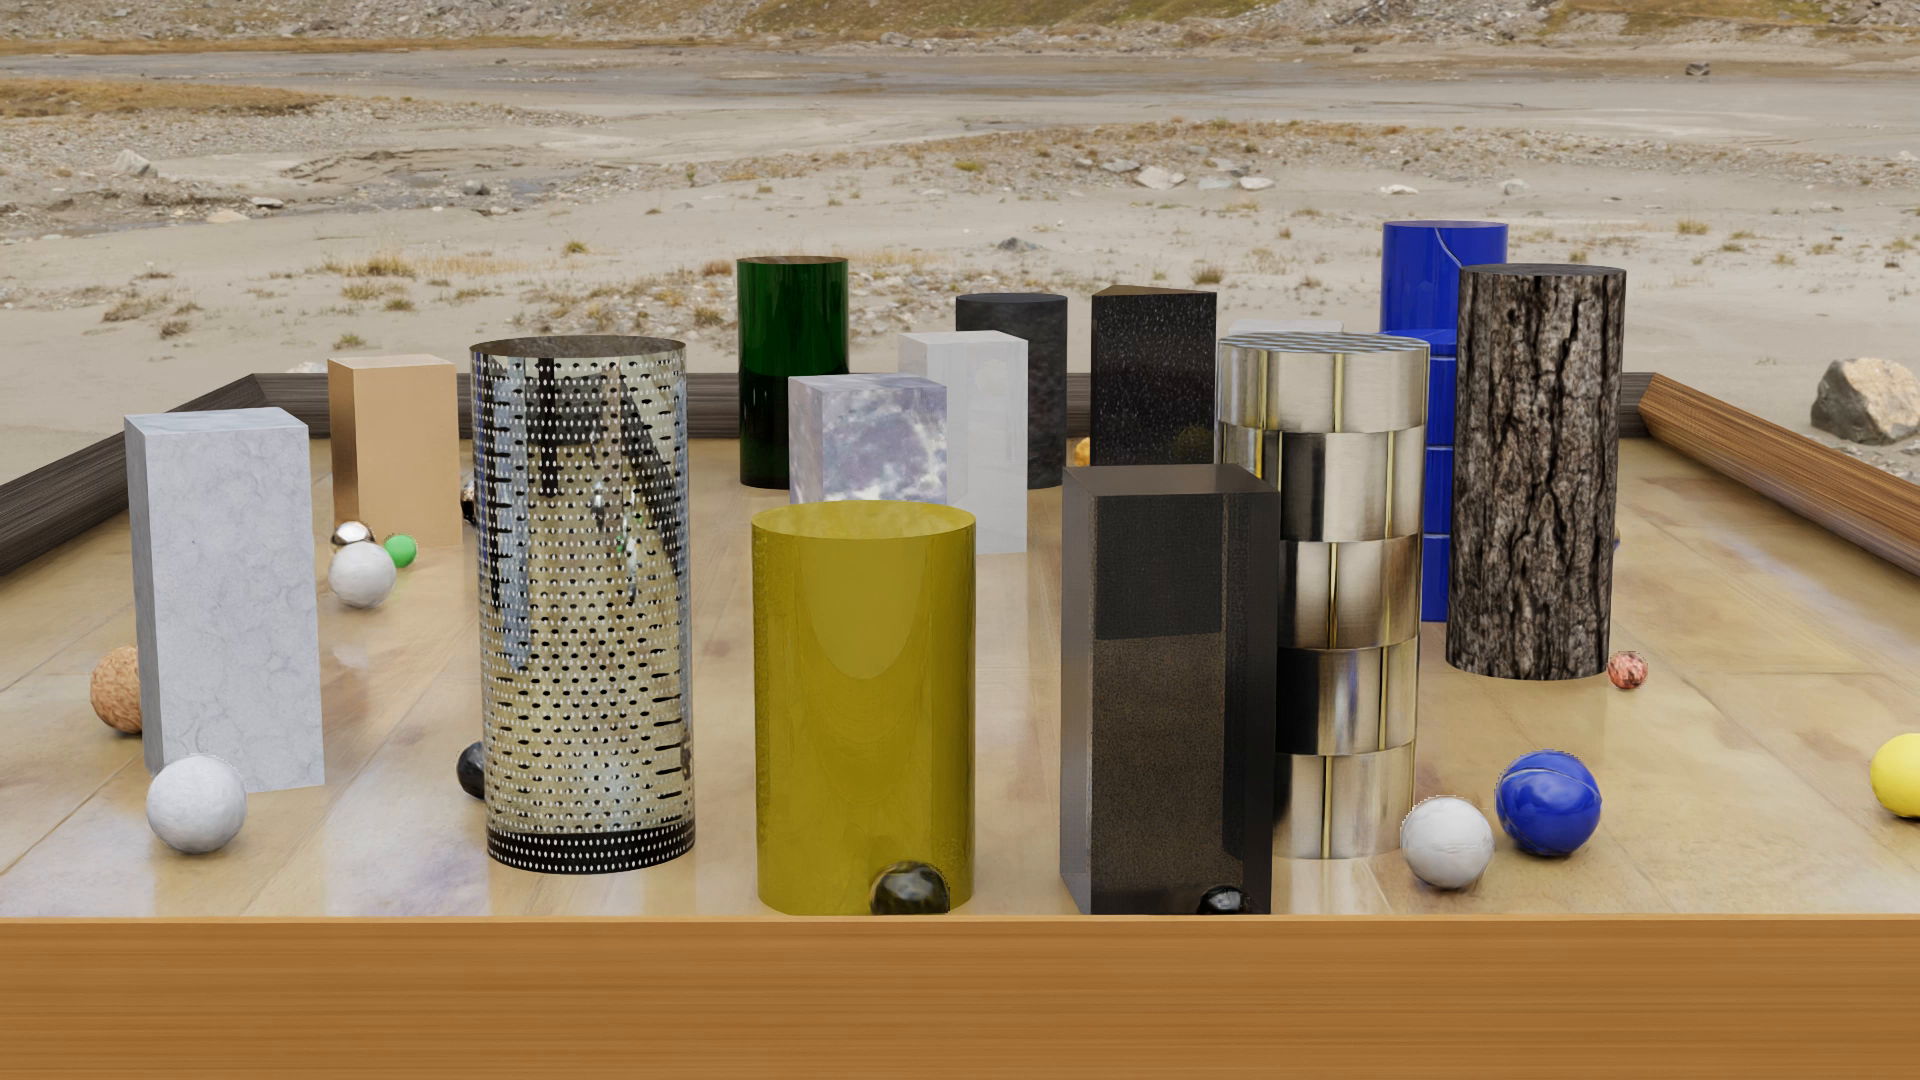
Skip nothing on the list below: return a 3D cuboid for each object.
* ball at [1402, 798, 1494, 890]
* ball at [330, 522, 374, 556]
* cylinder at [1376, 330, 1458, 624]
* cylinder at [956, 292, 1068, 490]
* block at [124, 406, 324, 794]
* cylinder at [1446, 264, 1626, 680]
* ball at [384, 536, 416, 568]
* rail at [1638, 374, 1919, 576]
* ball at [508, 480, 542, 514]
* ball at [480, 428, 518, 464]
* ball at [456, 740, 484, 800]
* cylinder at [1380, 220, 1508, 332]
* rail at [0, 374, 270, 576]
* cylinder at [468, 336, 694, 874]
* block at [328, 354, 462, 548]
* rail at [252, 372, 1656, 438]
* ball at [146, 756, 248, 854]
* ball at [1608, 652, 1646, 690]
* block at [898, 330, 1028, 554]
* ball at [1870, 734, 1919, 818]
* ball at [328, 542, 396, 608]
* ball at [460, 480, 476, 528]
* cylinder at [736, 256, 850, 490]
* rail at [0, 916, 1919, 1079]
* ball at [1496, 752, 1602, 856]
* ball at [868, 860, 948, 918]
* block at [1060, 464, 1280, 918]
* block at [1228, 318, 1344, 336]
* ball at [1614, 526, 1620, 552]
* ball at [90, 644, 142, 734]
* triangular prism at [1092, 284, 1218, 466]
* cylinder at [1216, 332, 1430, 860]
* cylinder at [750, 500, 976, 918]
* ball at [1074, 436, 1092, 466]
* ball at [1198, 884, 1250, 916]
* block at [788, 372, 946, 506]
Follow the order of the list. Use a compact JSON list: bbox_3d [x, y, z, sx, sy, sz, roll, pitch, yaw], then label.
[{"bbox_3d":[0.436,0.271,2.295,0.081,0.081,0.081,0,10,0],"label":"ball"},{"bbox_3d":[-0.898,0.004,3.790,0.063,0.063,0.063,0,10,0],"label":"ball"},{"bbox_3d":[0.647,-0.090,3.452,0.196,0.369,0.196,0,10,0],"label":"cylinder"},{"bbox_3d":[0.090,-0.264,4.515,0.196,0.325,0.196,0,10,0],"label":"cylinder"},{"bbox_3d":[-0.755,0.061,2.633,0.157,0.371,0.157,-5,12,-25],"label":"block"},{"bbox_3d":[0.699,-0.087,3.125,0.196,0.484,0.196,0,10,0],"label":"cylinder"},{"bbox_3d":[-0.822,0.016,3.763,0.047,0.047,0.047,0,10,0],"label":"ball"},{"bbox_3d":[1.359,0.031,3.457,0.045,0.128,3.279,0,10,0],"label":"rail"},{"bbox_3d":[-0.716,-0.072,4.214,0.056,0.056,0.056,0,10,0],"label":"ball"},{"bbox_3d":[-0.851,-0.174,4.731,0.068,0.068,0.068,0,10,0],"label":"ball"},{"bbox_3d":[-0.476,0.231,2.575,0.059,0.059,0.059,0,10,0],"label":"ball"},{"bbox_3d":[0.766,-0.264,4.092,0.196,0.478,0.196,0,10,0],"label":"cylinder"},{"bbox_3d":[-1.359,0.034,3.441,0.045,0.128,3.279,0,10,0],"label":"rail"},{"bbox_3d":[-0.349,0.055,2.390,0.196,0.472,0.196,0,10,0],"label":"cylinder"},{"bbox_3d":[-0.870,-0.136,3.950,0.157,0.279,0.157,-5,12,-27],"label":"block"},{"bbox_3d":[-0.009,-0.262,5.038,2.765,0.128,0.045,0,10,0],"label":"rail"},{"bbox_3d":[-0.713,0.247,2.398,0.091,0.091,0.091,0,10,0],"label":"ball"},{"bbox_3d":[0.788,0.155,3.027,0.043,0.043,0.043,0,10,0],"label":"ball"},{"bbox_3d":[0.003,-0.149,3.907,0.157,0.321,0.157,-3,11,-17],"label":"block"},{"bbox_3d":[0.933,0.231,2.508,0.083,0.083,0.083,0,10,0],"label":"ball"},{"bbox_3d":[-0.810,0.047,3.478,0.090,0.090,0.090,0,10,0],"label":"ball"},{"bbox_3d":[-0.752,-0.058,4.064,0.084,0.084,0.084,0,10,0],"label":"ball"},{"bbox_3d":[-0.292,-0.297,4.513,0.196,0.391,0.196,0,10,0],"label":"cylinder"},{"bbox_3d":[0.009,0.327,1.860,2.765,0.128,0.045,0,10,0],"label":"rail"},{"bbox_3d":[0.548,0.246,2.390,0.097,0.097,0.097,0,10,0],"label":"ball"},{"bbox_3d":[-0.043,0.303,2.161,0.067,0.067,0.067,0,10,0],"label":"ball"},{"bbox_3d":[0.179,0.132,2.238,0.157,0.376,0.157,-1,11,-7],"label":"block"},{"bbox_3d":[0.474,-0.137,3.749,0.157,0.355,0.157,2,11,10],"label":"block"},{"bbox_3d":[0.962,-0.002,3.845,0.054,0.054,0.054,0,10,0],"label":"ball"},{"bbox_3d":[-0.908,0.164,2.827,0.098,0.098,0.098,0,10,0],"label":"ball"},{"bbox_3d":[0.231,-0.114,3.398,0.170,0.437,0.147,-3,11,-16],"label":"triangular prism"},{"bbox_3d":[0.339,0.047,2.435,0.196,0.471,0.196,0,10,0],"label":"cylinder"},{"bbox_3d":[-0.084,0.147,2.268,0.196,0.336,0.196,0,10,0],"label":"cylinder"},{"bbox_3d":[0.240,-0.149,4.591,0.072,0.072,0.072,0,10,0],"label":"ball"},{"bbox_3d":[0.224,0.313,2.174,0.044,0.044,0.044,0,10,0],"label":"ball"},{"bbox_3d":[-0.116,-0.028,3.201,0.157,0.340,0.157,-4,11,-18],"label":"block"}]
